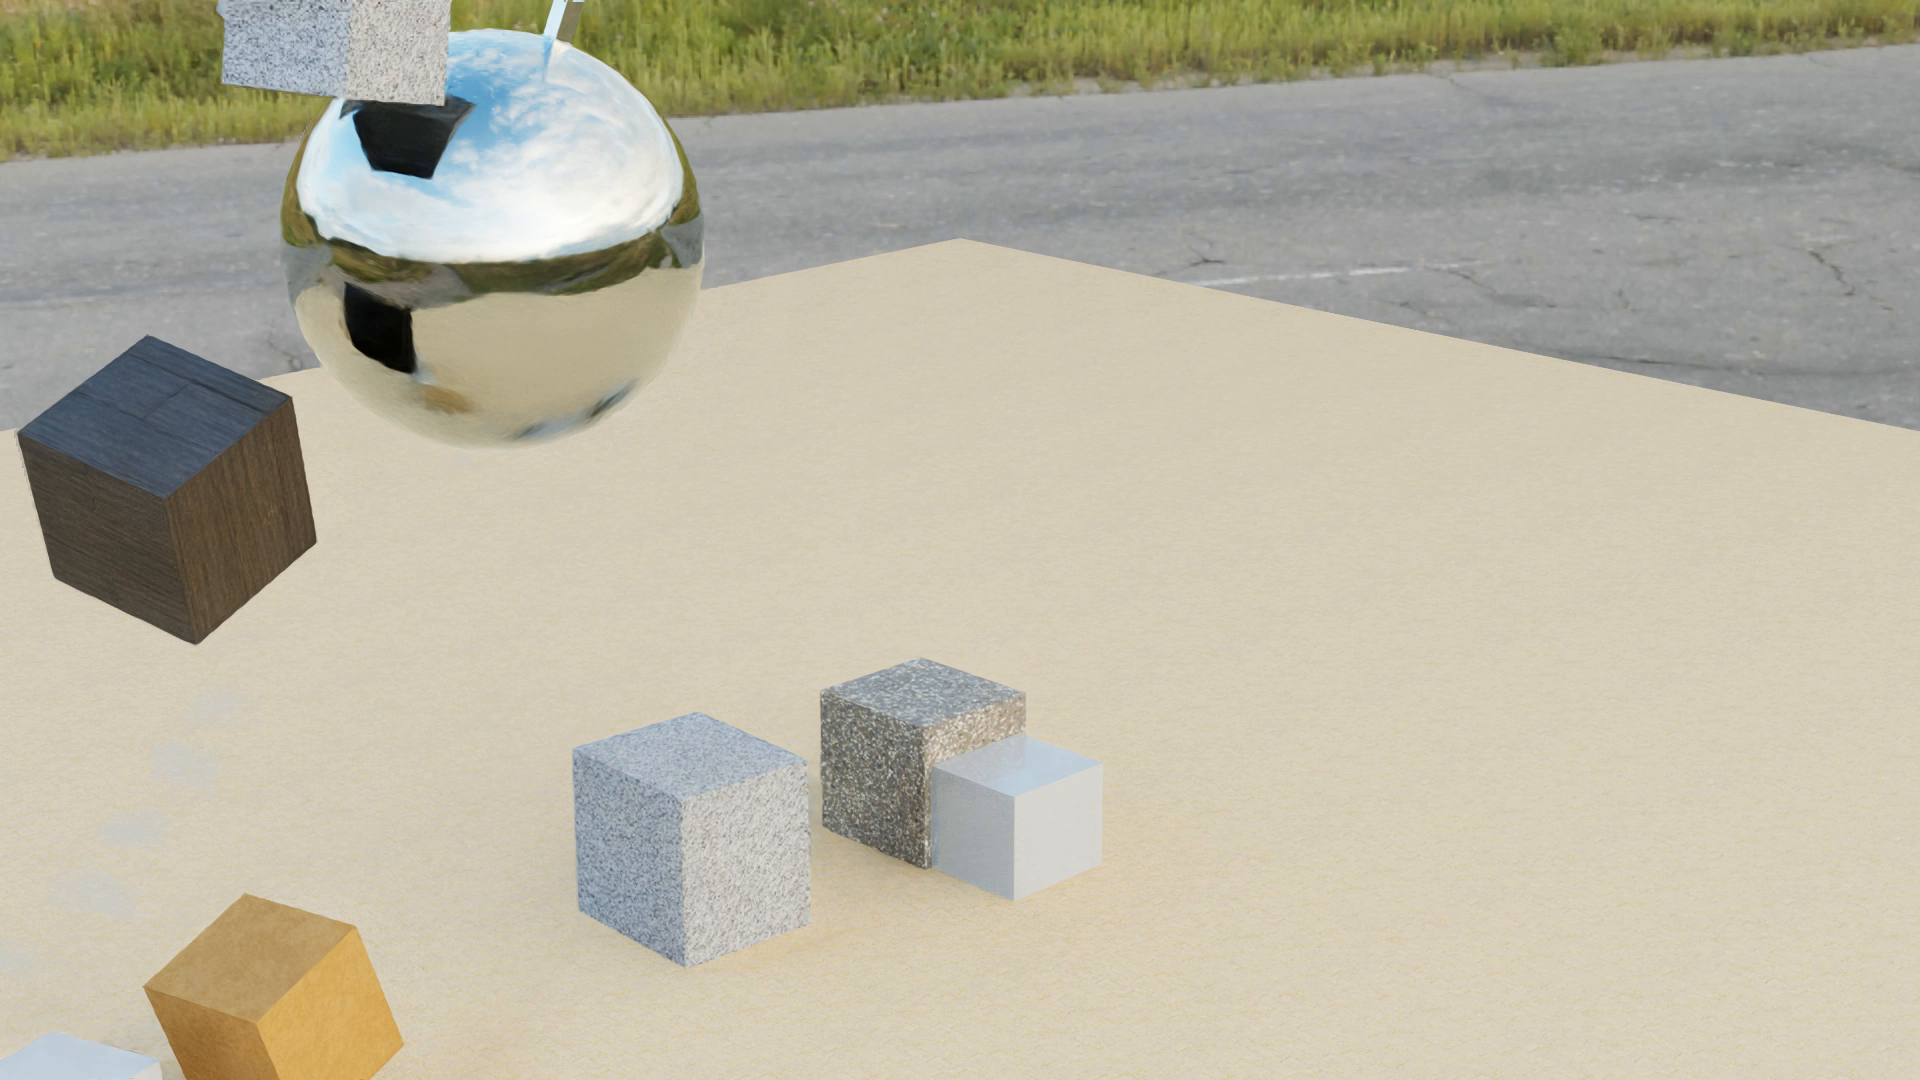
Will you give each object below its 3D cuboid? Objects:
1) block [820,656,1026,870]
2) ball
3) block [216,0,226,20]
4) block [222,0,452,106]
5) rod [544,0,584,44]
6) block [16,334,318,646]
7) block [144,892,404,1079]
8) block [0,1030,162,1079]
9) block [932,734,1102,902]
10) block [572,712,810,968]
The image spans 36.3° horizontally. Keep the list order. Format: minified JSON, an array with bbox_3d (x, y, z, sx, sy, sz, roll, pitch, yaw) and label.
[{"bbox_3d":[-0.175,1.044,13.862,0.663,0.697,0.704,-17,24,-42],"label":"block"},{"bbox_3d":[-1.767,-1.133,11.134,1.600,1.600,1.600,0,17,0],"label":"ball"},{"bbox_3d":[-2.484,-2.038,10.908,0.353,0.365,0.354,-22,59,-43],"label":"block"},{"bbox_3d":[-2.168,-1.861,10.238,0.579,0.605,0.500,11,10,30],"label":"block"},{"bbox_3d":[-0.766,-4.382,11.162,0.080,5.200,0.080,17,-1,42],"label":"rod"},{"bbox_3d":[-2.768,-0.181,10.292,0.665,0.671,0.644,22,46,22],"label":"block"},{"bbox_3d":[-2.623,1.825,11.241,0.604,0.614,0.564,10,39,33],"label":"block"},{"bbox_3d":[-3.273,2.159,10.697,0.518,0.467,0.507,8,19,25],"label":"block"},{"bbox_3d":[0.261,1.266,13.472,0.581,0.506,0.530,-17,24,-42],"label":"block"},{"bbox_3d":[-1.180,1.304,12.900,0.688,0.777,0.796,-15,23,-40],"label":"block"}]
